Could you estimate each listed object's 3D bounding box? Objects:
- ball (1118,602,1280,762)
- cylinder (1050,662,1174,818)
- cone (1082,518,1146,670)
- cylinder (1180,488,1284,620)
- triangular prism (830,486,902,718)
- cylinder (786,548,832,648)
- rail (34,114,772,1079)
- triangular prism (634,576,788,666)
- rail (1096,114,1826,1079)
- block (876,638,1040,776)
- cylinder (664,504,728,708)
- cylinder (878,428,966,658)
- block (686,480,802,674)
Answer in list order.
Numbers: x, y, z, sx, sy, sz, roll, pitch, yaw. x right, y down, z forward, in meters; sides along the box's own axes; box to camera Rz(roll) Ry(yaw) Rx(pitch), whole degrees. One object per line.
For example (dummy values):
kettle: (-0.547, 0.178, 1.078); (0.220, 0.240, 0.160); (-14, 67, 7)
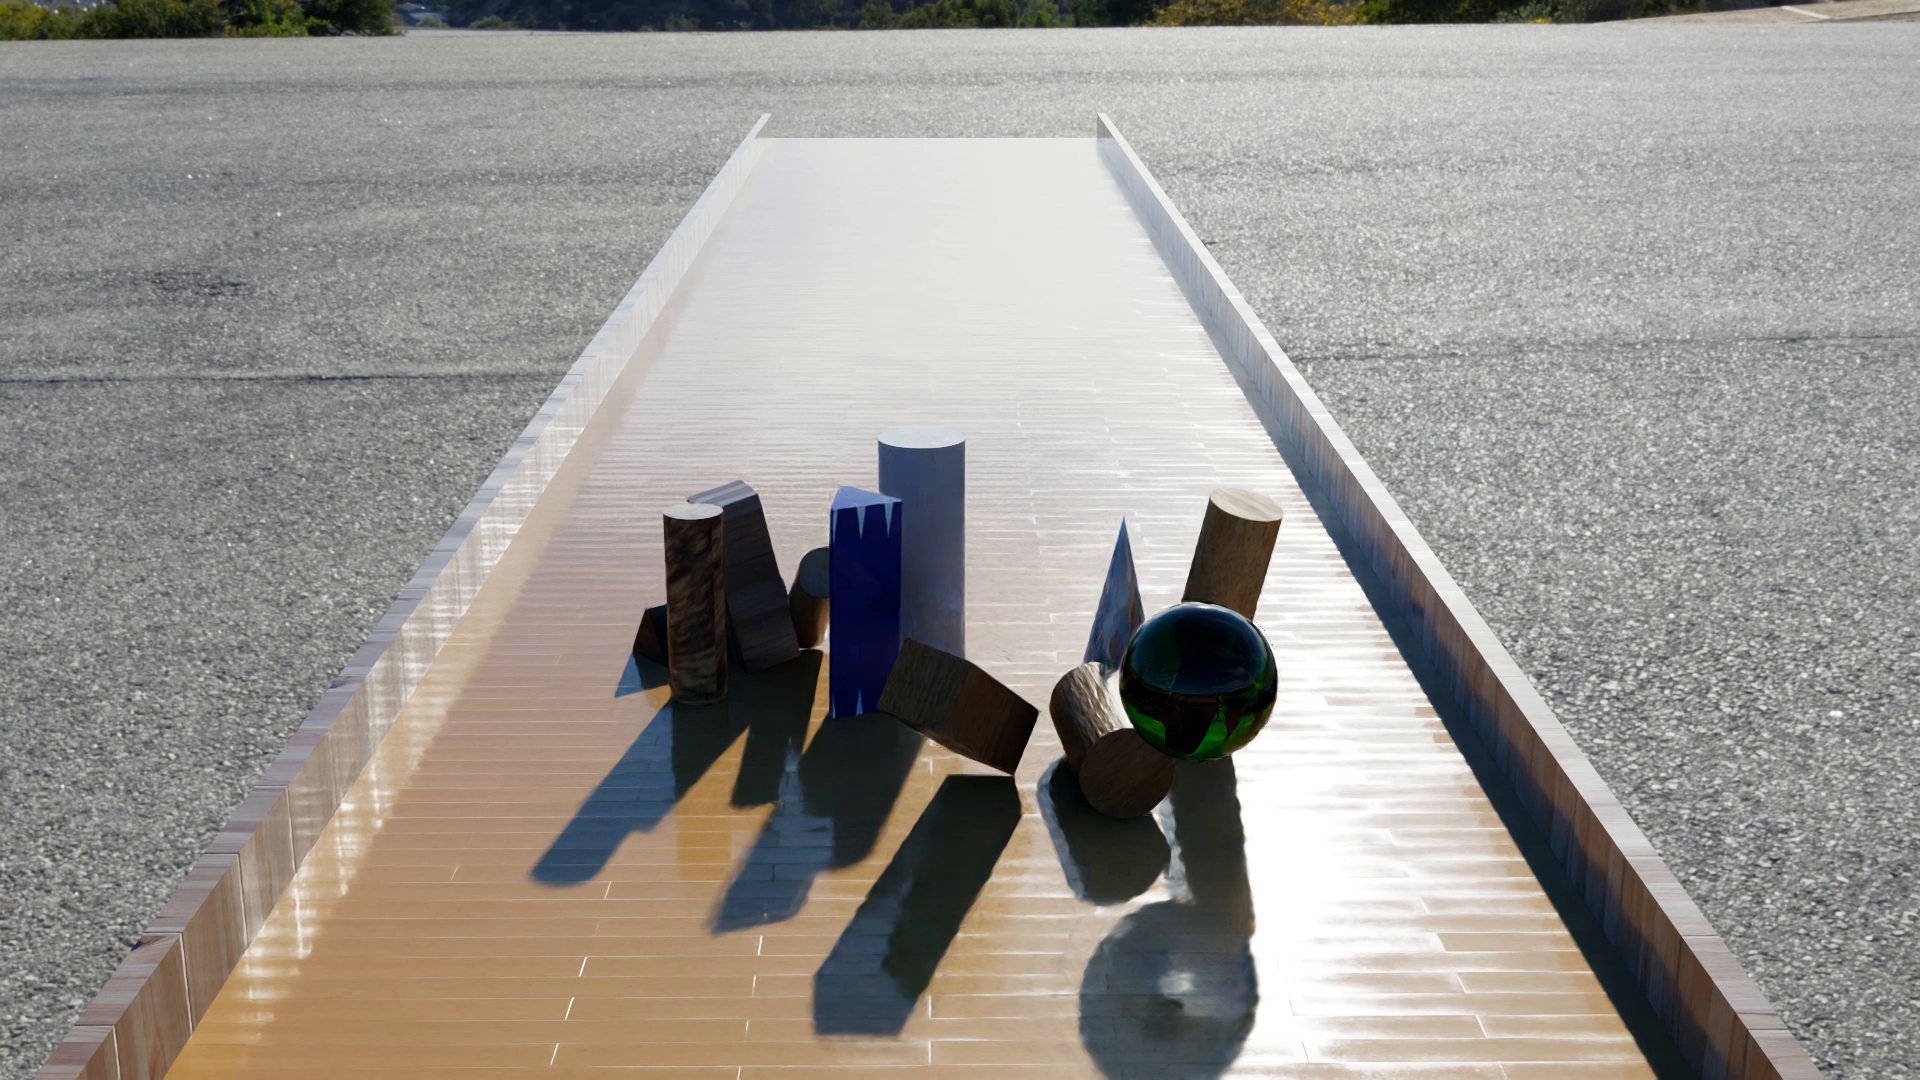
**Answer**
ball: (0.384, 0.228, 3.543); (0.258, 0.258, 0.258); (0, 17, 0)
cylinder: (0.258, 0.341, 3.798); (0.161, 0.161, 0.320); (-2, 17, -6)
cone: (0.304, 0.124, 4.169); (0.167, 0.360, 0.167); (1, 19, 0)
cylinder: (0.477, 0.120, 4.057); (0.137, 0.415, 0.137); (11, 24, -5)
triangular prism: (-0.199, 0.112, 4.115); (0.140, 0.413, 0.121); (-8, 21, -24)
cylinder: (-0.287, 0.118, 4.337); (0.104, 0.104, 0.342); (-4, -18, -12)
rail: (-1.118, -0.838, 7.780); (0.050, 0.150, 12.000); (0, 17, -1)
triangular prism: (-0.499, 0.156, 4.507); (0.328, 0.105, 0.121); (-13, 21, -37)
rail: (0.932, -0.844, 7.801); (0.050, 0.150, 12.000); (0, 17, -1)
block: (0.003, 0.284, 3.691); (0.123, 0.123, 0.396); (19, -9, 22)
cylinder: (-0.499, 0.124, 4.160); (0.112, 0.371, 0.112); (0, 17, 0)
cylinder: (-0.075, 0.015, 4.387); (0.173, 0.451, 0.173); (0, 17, 0)
block: (-0.426, 0.073, 4.337); (0.115, 0.351, 0.115); (-20, 22, -18)
